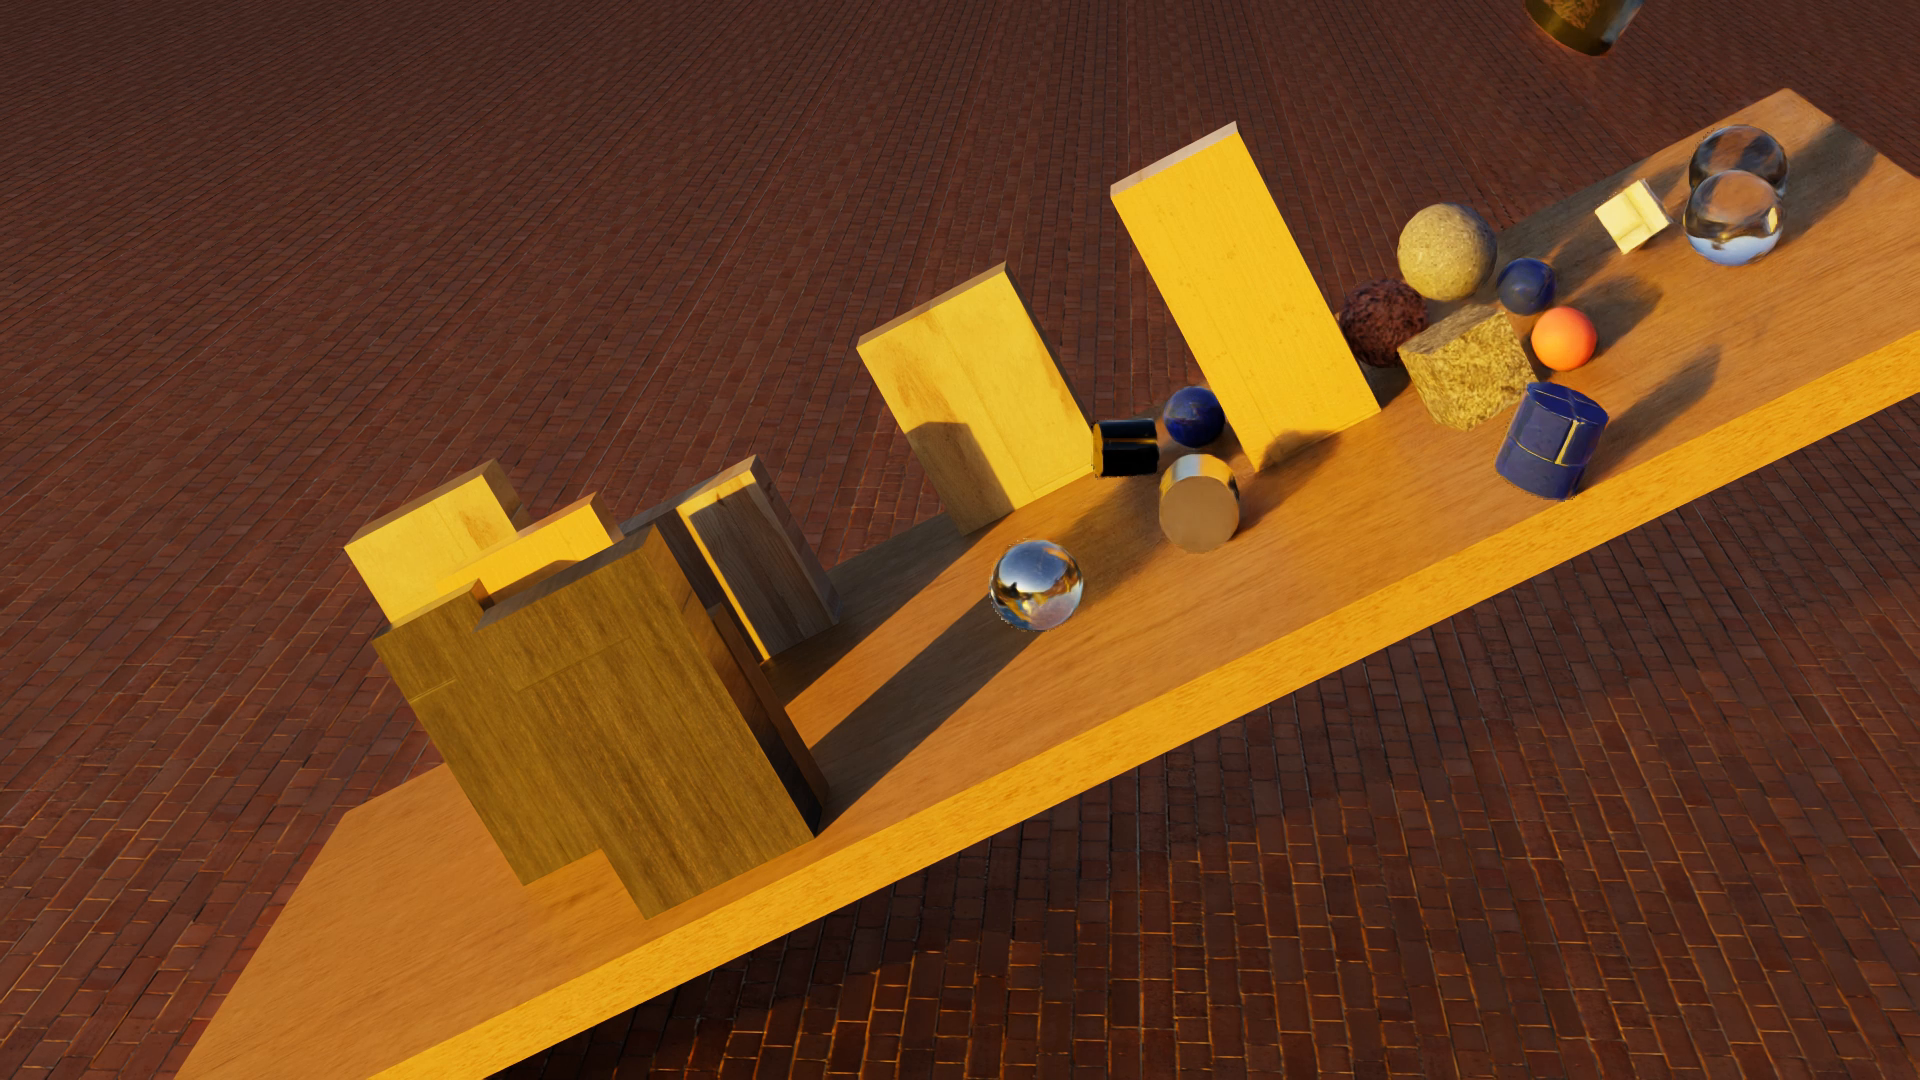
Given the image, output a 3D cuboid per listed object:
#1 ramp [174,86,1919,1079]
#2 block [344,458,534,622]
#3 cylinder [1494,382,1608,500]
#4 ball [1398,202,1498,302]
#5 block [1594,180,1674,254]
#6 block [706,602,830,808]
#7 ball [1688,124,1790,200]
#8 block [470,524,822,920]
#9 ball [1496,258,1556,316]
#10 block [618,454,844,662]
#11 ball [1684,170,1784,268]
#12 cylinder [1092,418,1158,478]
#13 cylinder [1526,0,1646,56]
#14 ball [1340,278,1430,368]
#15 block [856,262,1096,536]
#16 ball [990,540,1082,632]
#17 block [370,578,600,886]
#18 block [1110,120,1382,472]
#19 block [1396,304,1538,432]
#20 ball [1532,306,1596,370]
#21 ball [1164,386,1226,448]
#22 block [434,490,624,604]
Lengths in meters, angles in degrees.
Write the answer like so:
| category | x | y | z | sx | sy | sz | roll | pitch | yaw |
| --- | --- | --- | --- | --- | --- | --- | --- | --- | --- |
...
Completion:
| category | x | y | z | sx | sy | sz | roll | pitch | yaw |
| --- | --- | --- | --- | --- | --- | --- | --- | --- | --- |
| ramp | 0.141 | 0.167 | 6.282 | 4.000 | 0.100 | 2.000 | -27 | 14 | 11 |
| block | -1.025 | 0.229 | 6.623 | 0.361 | 0.739 | 0.140 | -27 | 14 | 11 |
| cylinder | 1.022 | -0.173 | 5.087 | 0.149 | 0.149 | 0.149 | 16 | 26 | -8 |
| ball | 1.022 | -0.604 | 6.165 | 0.207 | 0.207 | 0.207 | 0 | 18 | 0 |
| block | 1.414 | -0.678 | 6.168 | 0.110 | 0.110 | 0.110 | -35 | -4 | 20 |
| block | -0.500 | 0.386 | 5.681 | 0.318 | 0.428 | 0.108 | -27 | 14 | 11 |
| ball | 1.592 | -0.749 | 6.014 | 0.200 | 0.200 | 0.200 | 0 | 18 | 0 |
| block | -0.584 | 0.346 | 5.536 | 0.370 | 0.646 | 0.146 | -27 | 14 | 11 |
| ball | 1.194 | -0.534 | 6.201 | 0.125 | 0.125 | 0.125 | 0 | 18 | 0 |
| block | -0.556 | 0.086 | 6.870 | 0.407 | 0.418 | 0.136 | -27 | 14 | 11 |
| ball | 1.516 | -0.629 | 5.762 | 0.191 | 0.191 | 0.191 | 0 | 18 | 0 |
| cylinder | 0.370 | -0.206 | 6.586 | 0.125 | 0.125 | 0.125 | -4 | 18 | -8 |
| cylinder | 1.333 | -1.163 | 6.171 | 0.210 | 0.210 | 0.210 | 21 | 36 | -16 |
| ball | 0.919 | -0.470 | 6.374 | 0.195 | 0.195 | 0.195 | 0 | 18 | 0 |
| block | 0.056 | -0.330 | 6.913 | 0.390 | 0.518 | 0.114 | -27 | 14 | 11 |
| ball | 0.155 | 0.091 | 5.929 | 0.185 | 0.185 | 0.185 | 0 | 18 | 0 |
| block | -0.956 | 0.403 | 6.132 | 0.243 | 0.615 | 0.081 | -27 | 14 | 11 |
| block | 0.599 | -0.507 | 6.161 | 0.292 | 0.664 | 0.136 | -27 | 14 | 11 |
| block | 1.002 | -0.340 | 5.798 | 0.174 | 0.174 | 0.174 | -31 | 14 | -7 |
| ball | 1.178 | -0.393 | 5.738 | 0.124 | 0.124 | 0.124 | 0 | 18 | 0 |
| ball | 0.524 | -0.276 | 6.587 | 0.138 | 0.138 | 0.138 | 0 | 18 | 0 |
| block | -0.796 | 0.257 | 6.320 | 0.385 | 0.620 | 0.096 | -27 | 14 | 11 |
